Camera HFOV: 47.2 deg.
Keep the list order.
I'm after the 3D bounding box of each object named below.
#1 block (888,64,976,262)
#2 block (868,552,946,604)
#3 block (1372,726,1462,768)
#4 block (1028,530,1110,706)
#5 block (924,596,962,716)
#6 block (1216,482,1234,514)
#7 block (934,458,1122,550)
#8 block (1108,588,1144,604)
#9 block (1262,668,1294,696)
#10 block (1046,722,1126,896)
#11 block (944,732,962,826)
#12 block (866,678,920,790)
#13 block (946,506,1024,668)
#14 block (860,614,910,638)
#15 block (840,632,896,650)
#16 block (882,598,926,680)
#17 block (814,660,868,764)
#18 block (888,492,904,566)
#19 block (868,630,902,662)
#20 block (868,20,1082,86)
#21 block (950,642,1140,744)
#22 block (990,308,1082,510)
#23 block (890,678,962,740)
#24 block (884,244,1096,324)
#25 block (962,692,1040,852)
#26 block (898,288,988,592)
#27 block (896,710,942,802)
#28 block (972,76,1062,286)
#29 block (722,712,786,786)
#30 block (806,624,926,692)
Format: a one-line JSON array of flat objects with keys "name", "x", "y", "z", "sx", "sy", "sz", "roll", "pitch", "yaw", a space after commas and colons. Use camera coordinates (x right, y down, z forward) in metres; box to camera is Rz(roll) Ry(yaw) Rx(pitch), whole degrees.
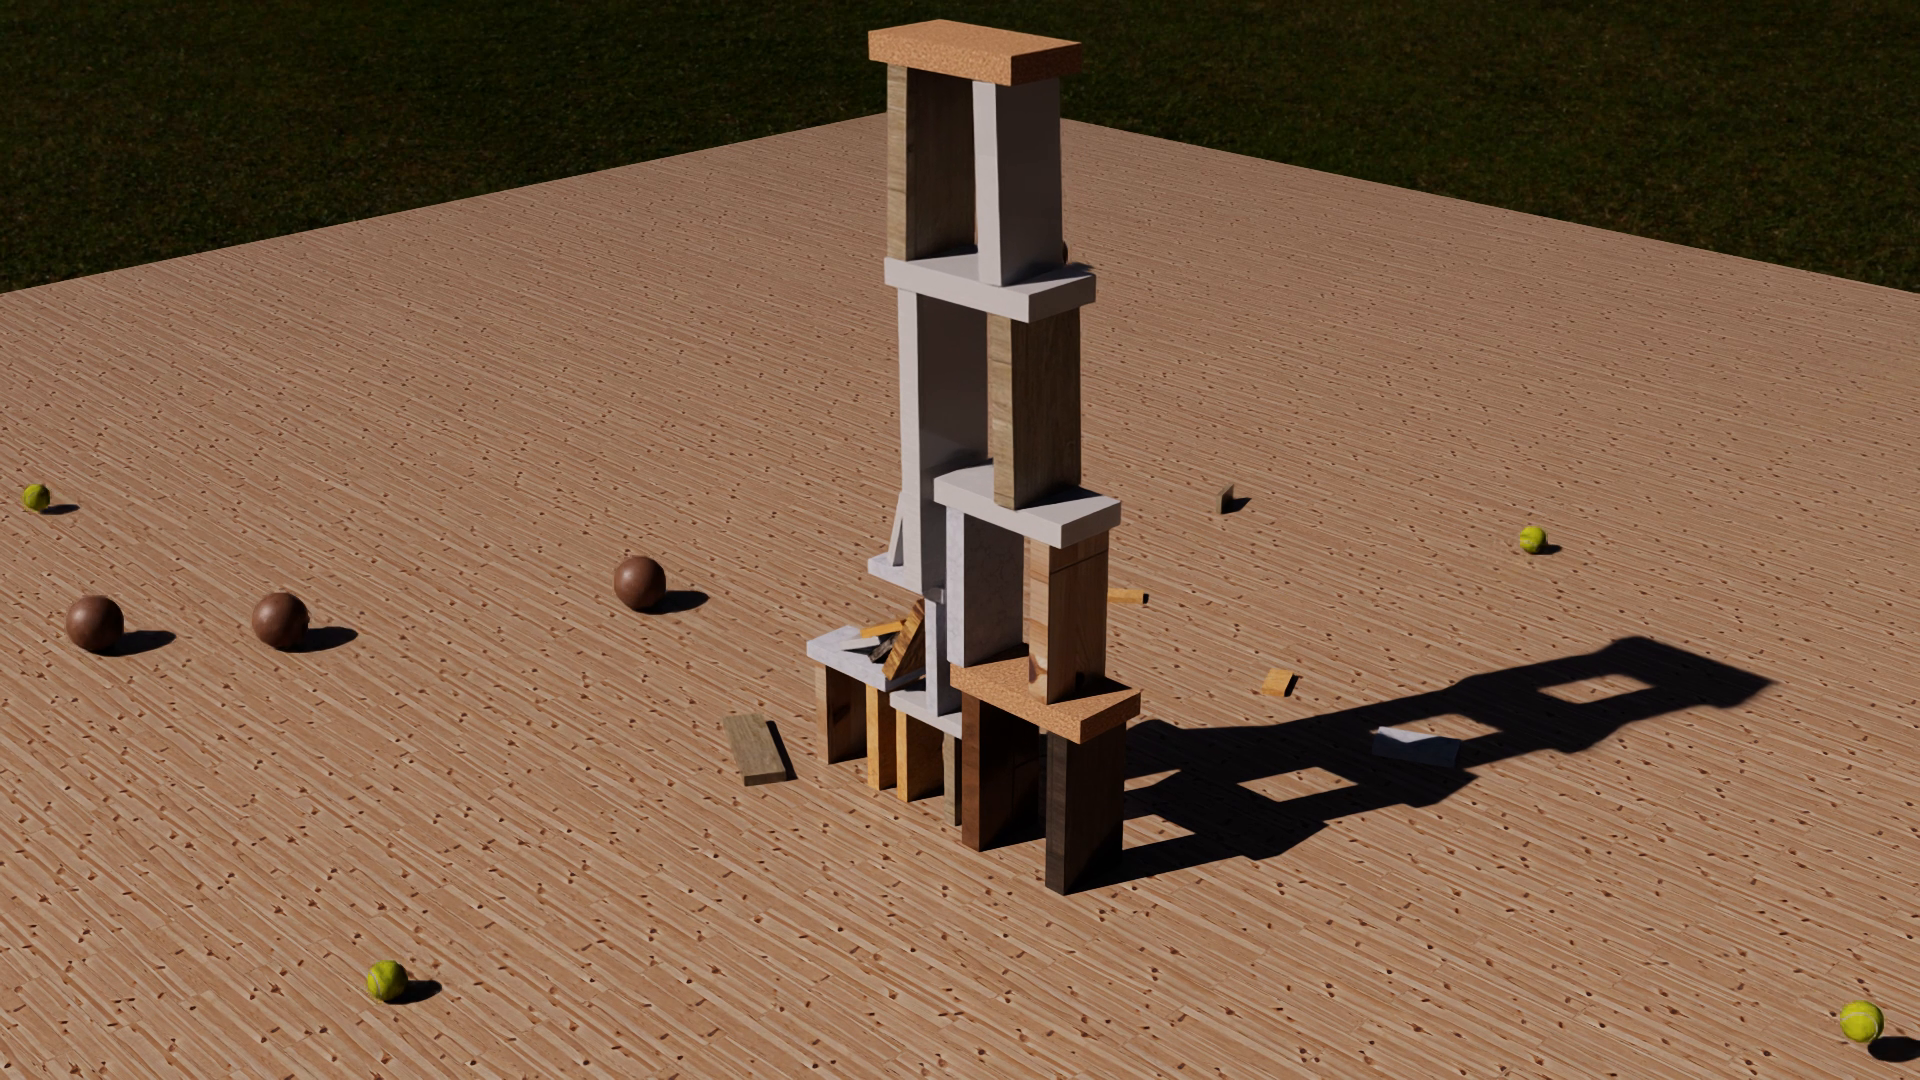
[{"name": "block", "x": -0.050, "y": -0.696, "z": 3.984, "sx": 0.176, "sy": 0.351, "sz": 0.050, "roll": -21, "pitch": 32, "yaw": -40}, {"name": "block", "x": -0.069, "y": 0.066, "z": 4.331, "sx": 0.107, "sy": 0.030, "sz": 0.214, "roll": -21, "pitch": 30, "yaw": -40}, {"name": "block", "x": 0.973, "y": 0.442, "z": 4.688, "sx": 0.175, "sy": 0.025, "sz": 0.087, "roll": 8, "pitch": 24, "yaw": 19}, {"name": "block", "x": 0.201, "y": 0.128, "z": 4.062, "sx": 0.162, "sy": 0.323, "sz": 0.046, "roll": -21, "pitch": 31, "yaw": -40}, {"name": "block", "x": -0.019, "y": 0.215, "z": 4.337, "sx": 0.030, "sy": 0.250, "sz": 0.107, "roll": 20, "pitch": 30, "yaw": 41}, {"name": "block", "x": 0.718, "y": -0.113, "z": 5.960, "sx": 0.015, "sy": 0.053, "sz": 0.105, "roll": 10, "pitch": 25, "yaw": 23}, {"name": "block", "x": 0.122, "y": -0.071, "z": 4.059, "sx": 0.323, "sy": 0.046, "sz": 0.162, "roll": 21, "pitch": 31, "yaw": 41}, {"name": "block", "x": 0.398, "y": 0.137, "z": 5.418, "sx": 0.105, "sy": 0.015, "sz": 0.053, "roll": 3, "pitch": 23, "yaw": 6}, {"name": "block", "x": 0.720, "y": 0.323, "z": 4.981, "sx": 0.053, "sy": 0.015, "sz": 0.105, "roll": 8, "pitch": 24, "yaw": 18}, {"name": "block", "x": 0.239, "y": 0.490, "z": 4.174, "sx": 0.048, "sy": 0.337, "sz": 0.168, "roll": 21, "pitch": 31, "yaw": 41}, {"name": "block", "x": 0.015, "y": 0.462, "z": 4.410, "sx": 0.029, "sy": 0.204, "sz": 0.102, "roll": 21, "pitch": 31, "yaw": 41}, {"name": "block", "x": -0.137, "y": 0.389, "z": 4.543, "sx": 0.033, "sy": 0.236, "sz": 0.118, "roll": 21, "pitch": 31, "yaw": 41}, {"name": "block", "x": 0.049, "y": 0.068, "z": 4.204, "sx": 0.162, "sy": 0.323, "sz": 0.046, "roll": -21, "pitch": 31, "yaw": -40}, {"name": "block", "x": -0.136, "y": 0.172, "z": 4.443, "sx": 0.064, "sy": 0.018, "sz": 0.129, "roll": -22, "pitch": 5, "yaw": -43}, {"name": "block", "x": -0.183, "y": 0.202, "z": 4.507, "sx": 0.064, "sy": 0.018, "sz": 0.129, "roll": -22, "pitch": 7, "yaw": -41}, {"name": "block", "x": -0.075, "y": 0.186, "z": 4.389, "sx": 0.107, "sy": 0.214, "sz": 0.030, "roll": -21, "pitch": 60, "yaw": -41}, {"name": "block", "x": -0.249, "y": 0.345, "z": 4.645, "sx": 0.118, "sy": 0.236, "sz": 0.033, "roll": -21, "pitch": 31, "yaw": -41}, {"name": "block", "x": -0.086, "y": -0.029, "z": 4.295, "sx": 0.087, "sy": 0.175, "sz": 0.025, "roll": -12, "pitch": 46, "yaw": -26}, {"name": "block", "x": -0.128, "y": 0.206, "z": 4.457, "sx": 0.064, "sy": 0.018, "sz": 0.129, "roll": -22, "pitch": -11, "yaw": -41}, {"name": "block", "x": 0.024, "y": -0.852, "z": 3.834, "sx": 0.176, "sy": 0.050, "sz": 0.351, "roll": -21, "pitch": 30, "yaw": -40}, {"name": "block", "x": 0.160, "y": 0.282, "z": 4.173, "sx": 0.168, "sy": 0.048, "sz": 0.337, "roll": -21, "pitch": 31, "yaw": -41}, {"name": "block", "x": 0.139, "y": -0.250, "z": 3.965, "sx": 0.178, "sy": 0.356, "sz": 0.050, "roll": -21, "pitch": 29, "yaw": -40}, {"name": "block", "x": -0.034, "y": 0.336, "z": 4.408, "sx": 0.204, "sy": 0.029, "sz": 0.102, "roll": 21, "pitch": 31, "yaw": 40}, {"name": "block", "x": 0.052, "y": -0.470, "z": 3.963, "sx": 0.355, "sy": 0.050, "sz": 0.178, "roll": 20, "pitch": 30, "yaw": 40}, {"name": "block", "x": 0.080, "y": 0.428, "z": 4.320, "sx": 0.168, "sy": 0.337, "sz": 0.048, "roll": -21, "pitch": 31, "yaw": -40}, {"name": "block", "x": -0.029, "y": -0.205, "z": 4.167, "sx": 0.178, "sy": 0.595, "sz": 0.050, "roll": -20, "pitch": 30, "yaw": -39}, {"name": "block", "x": -0.082, "y": 0.425, "z": 4.498, "sx": 0.102, "sy": 0.204, "sz": 0.029, "roll": -21, "pitch": 31, "yaw": -40}, {"name": "block", "x": 0.103, "y": -0.636, "z": 3.836, "sx": 0.050, "sy": 0.351, "sz": 0.175, "roll": 15, "pitch": 27, "yaw": 38}, {"name": "block", "x": -0.440, "y": 0.444, "z": 4.682, "sx": 0.087, "sy": 0.025, "sz": 0.272, "roll": -6, "pitch": 24, "yaw": -14}, {"name": "block", "x": -0.193, "y": 0.243, "z": 4.542, "sx": 0.236, "sy": 0.033, "sz": 0.118, "roll": 21, "pitch": 31, "yaw": 40}]
